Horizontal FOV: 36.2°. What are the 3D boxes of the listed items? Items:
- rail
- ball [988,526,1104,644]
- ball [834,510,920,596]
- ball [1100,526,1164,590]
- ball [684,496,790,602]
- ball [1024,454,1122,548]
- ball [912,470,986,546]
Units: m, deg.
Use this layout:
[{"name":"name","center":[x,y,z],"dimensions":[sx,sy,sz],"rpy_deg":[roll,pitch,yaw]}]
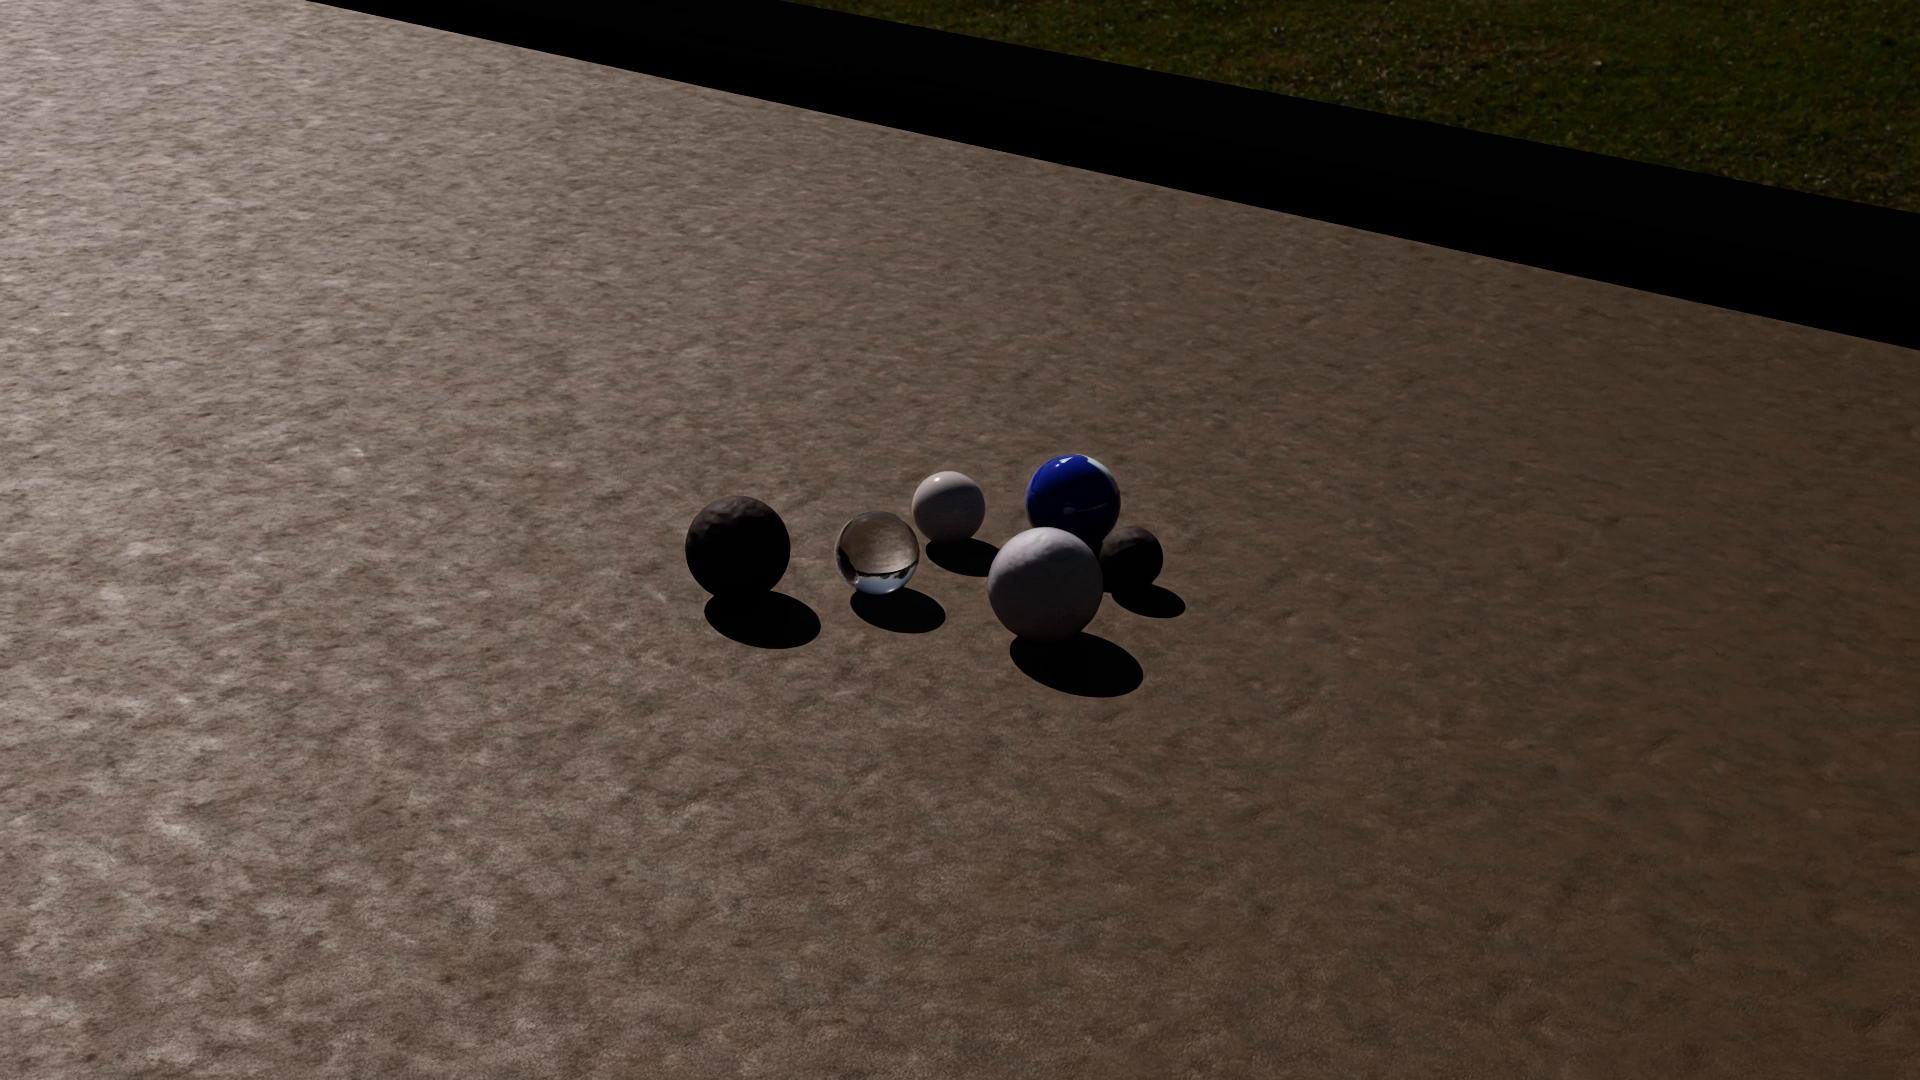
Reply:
[{"name":"rail","center":[-0.042,-0.628,4.002],"dimensions":[4.359,0.123,0.045],"rpy_deg":[18,28,37]},{"name":"ball","center":[0.070,0.037,2.400],"dimensions":[0.095,0.095,0.095],"rpy_deg":[0,22,0]},{"name":"ball","center":[-0.070,0.011,2.494],"dimensions":[0.072,0.072,0.072],"rpy_deg":[0,22,0]},{"name":"ball","center":[0.146,0.015,2.507],"dimensions":[0.055,0.055,0.055],"rpy_deg":[0,22,0]},{"name":"ball","center":[-0.187,0.007,2.481],"dimensions":[0.089,0.089,0.089],"rpy_deg":[0,22,0]},{"name":"ball","center":[0.099,-0.033,2.585],"dimensions":[0.085,0.085,0.085],"rpy_deg":[0,22,0]},{"name":"ball","center":[-0.010,-0.028,2.600],"dimensions":[0.065,0.065,0.065],"rpy_deg":[0,22,0]}]
